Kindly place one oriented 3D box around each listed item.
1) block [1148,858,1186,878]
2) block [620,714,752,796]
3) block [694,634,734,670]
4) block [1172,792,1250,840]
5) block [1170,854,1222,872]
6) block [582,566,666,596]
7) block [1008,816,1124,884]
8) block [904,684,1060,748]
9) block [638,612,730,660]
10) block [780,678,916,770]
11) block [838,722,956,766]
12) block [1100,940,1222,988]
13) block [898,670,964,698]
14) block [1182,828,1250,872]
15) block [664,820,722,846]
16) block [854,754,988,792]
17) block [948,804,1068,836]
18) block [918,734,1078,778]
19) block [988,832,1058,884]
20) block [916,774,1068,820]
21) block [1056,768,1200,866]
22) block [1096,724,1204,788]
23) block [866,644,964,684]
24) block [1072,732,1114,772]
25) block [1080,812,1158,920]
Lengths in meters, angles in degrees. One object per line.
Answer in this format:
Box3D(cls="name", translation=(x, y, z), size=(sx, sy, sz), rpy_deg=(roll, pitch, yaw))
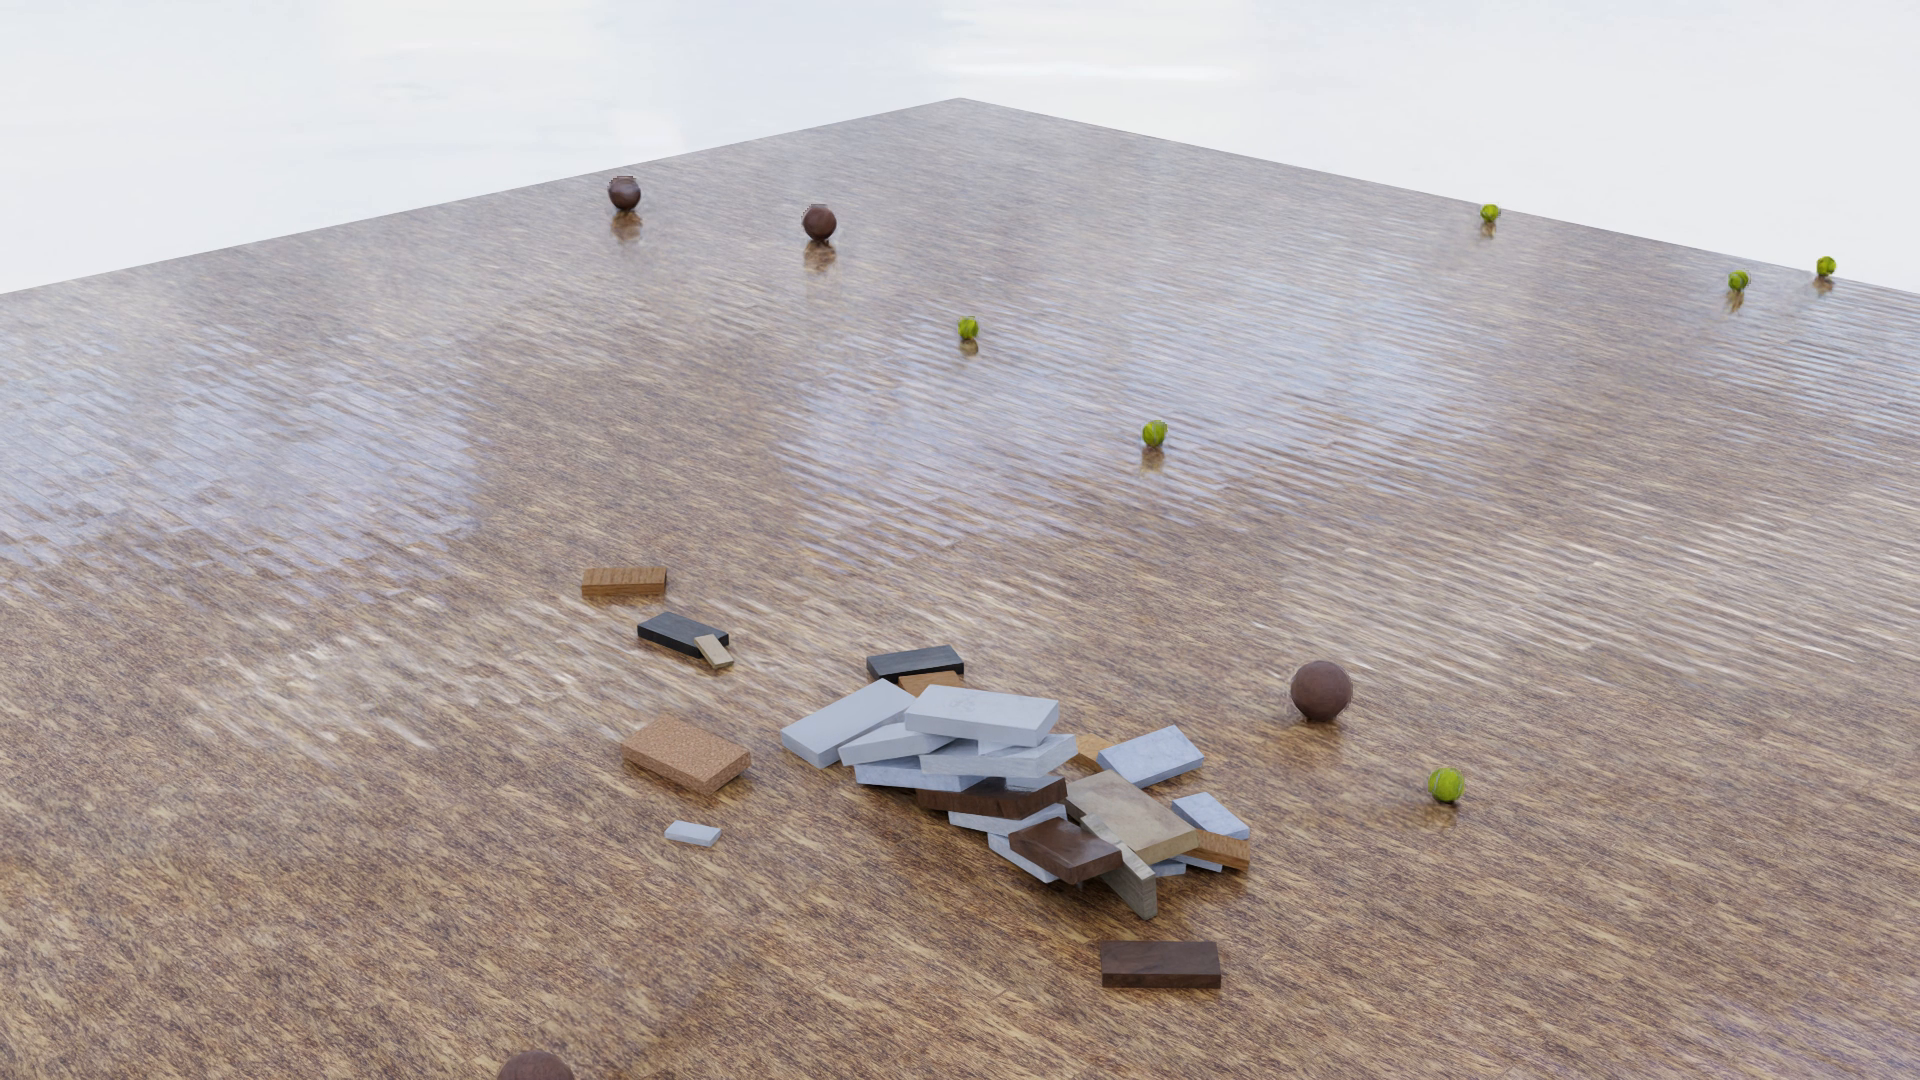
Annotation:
Box3D(cls="block", translation=(0.353, 0.626, 4.257), size=(0.150, 0.021, 0.075), rpy_deg=(-6, 24, -13))
Box3D(cls="block", translation=(-0.578, 0.450, 4.628), size=(0.259, 0.037, 0.130), rpy_deg=(18, 38, 36))
Box3D(cls="block", translation=(-0.570, 0.258, 5.090), size=(0.050, 0.014, 0.100), rpy_deg=(-11, 43, -36))
Box3D(cls="block", translation=(0.502, 0.560, 4.412), size=(0.081, 0.023, 0.162), rpy_deg=(-11, 25, -24))
Box3D(cls="block", translation=(0.437, 0.600, 4.271), size=(0.150, 0.021, 0.075), rpy_deg=(15, 19, 3))
Box3D(cls="block", translation=(-0.836, 0.102, 5.483), size=(0.203, 0.029, 0.101), rpy_deg=(-1, 23, -3))
Box3D(cls="block", translation=(0.198, 0.584, 4.148), size=(0.114, 0.032, 0.229), rpy_deg=(-16, 17, -25))
Box3D(cls="block", translation=(0.044, 0.350, 4.392), size=(0.277, 0.039, 0.139), rpy_deg=(6, 22, 20))
Box3D(cls="block", translation=(-0.655, 0.224, 5.196), size=(0.202, 0.029, 0.101), rpy_deg=(17, 28, 35))
Box3D(cls="block", translation=(-0.232, 0.393, 4.735), size=(0.277, 0.039, 0.139), rpy_deg=(-26, 33, -31))
Box3D(cls="block", translation=(-0.111, 0.408, 4.518), size=(0.139, 0.039, 0.277), rpy_deg=(-23, 5, -42))
Box3D(cls="block", translation=(0.358, 0.759, 3.934), size=(0.209, 0.030, 0.104), rpy_deg=(0, 23, 1))
Box3D(cls="block", translation=(-0.043, 0.367, 4.849), size=(0.130, 0.037, 0.259), rpy_deg=(-6, 24, -13))
Box3D(cls="block", translation=(0.479, 0.592, 4.255), size=(0.162, 0.023, 0.081), rpy_deg=(14, 19, 2))
Box3D(cls="block", translation=(-0.530, 0.583, 4.368), size=(0.100, 0.014, 0.050), rpy_deg=(8, 24, 19))
Box3D(cls="block", translation=(-0.065, 0.465, 4.511), size=(0.283, 0.040, 0.142), rpy_deg=(-1, 14, 41))
Box3D(cls="block", translation=(0.093, 0.544, 4.359), size=(0.114, 0.032, 0.229), rpy_deg=(-19, 14, -37))
Box3D(cls="block", translation=(0.075, 0.425, 4.367), size=(0.283, 0.040, 0.142), rpy_deg=(-2, 13, 36))
Box3D(cls="block", translation=(0.158, 0.596, 4.250), size=(0.114, 0.032, 0.229), rpy_deg=(-16, 16, -24))
Box3D(cls="block", translation=(0.061, 0.505, 4.399), size=(0.283, 0.040, 0.142), rpy_deg=(1, 15, 45))
Box3D(cls="block", translation=(0.322, 0.543, 4.314), size=(0.130, 0.037, 0.400), rpy_deg=(-18, 16, -16))
Box3D(cls="block", translation=(0.398, 0.458, 4.598), size=(0.209, 0.030, 0.104), rpy_deg=(-15, 46, -34))
Box3D(cls="block", translation=(-0.103, 0.288, 5.046), size=(0.202, 0.029, 0.101), rpy_deg=(-8, 24, -17))
Box3D(cls="block", translation=(0.303, 0.459, 4.650), size=(0.081, 0.023, 0.162), rpy_deg=(-18, 29, -36))
Box3D(cls="block", translation=(0.298, 0.614, 4.143), size=(0.030, 0.104, 0.209), rpy_deg=(-22, 37, -22))
